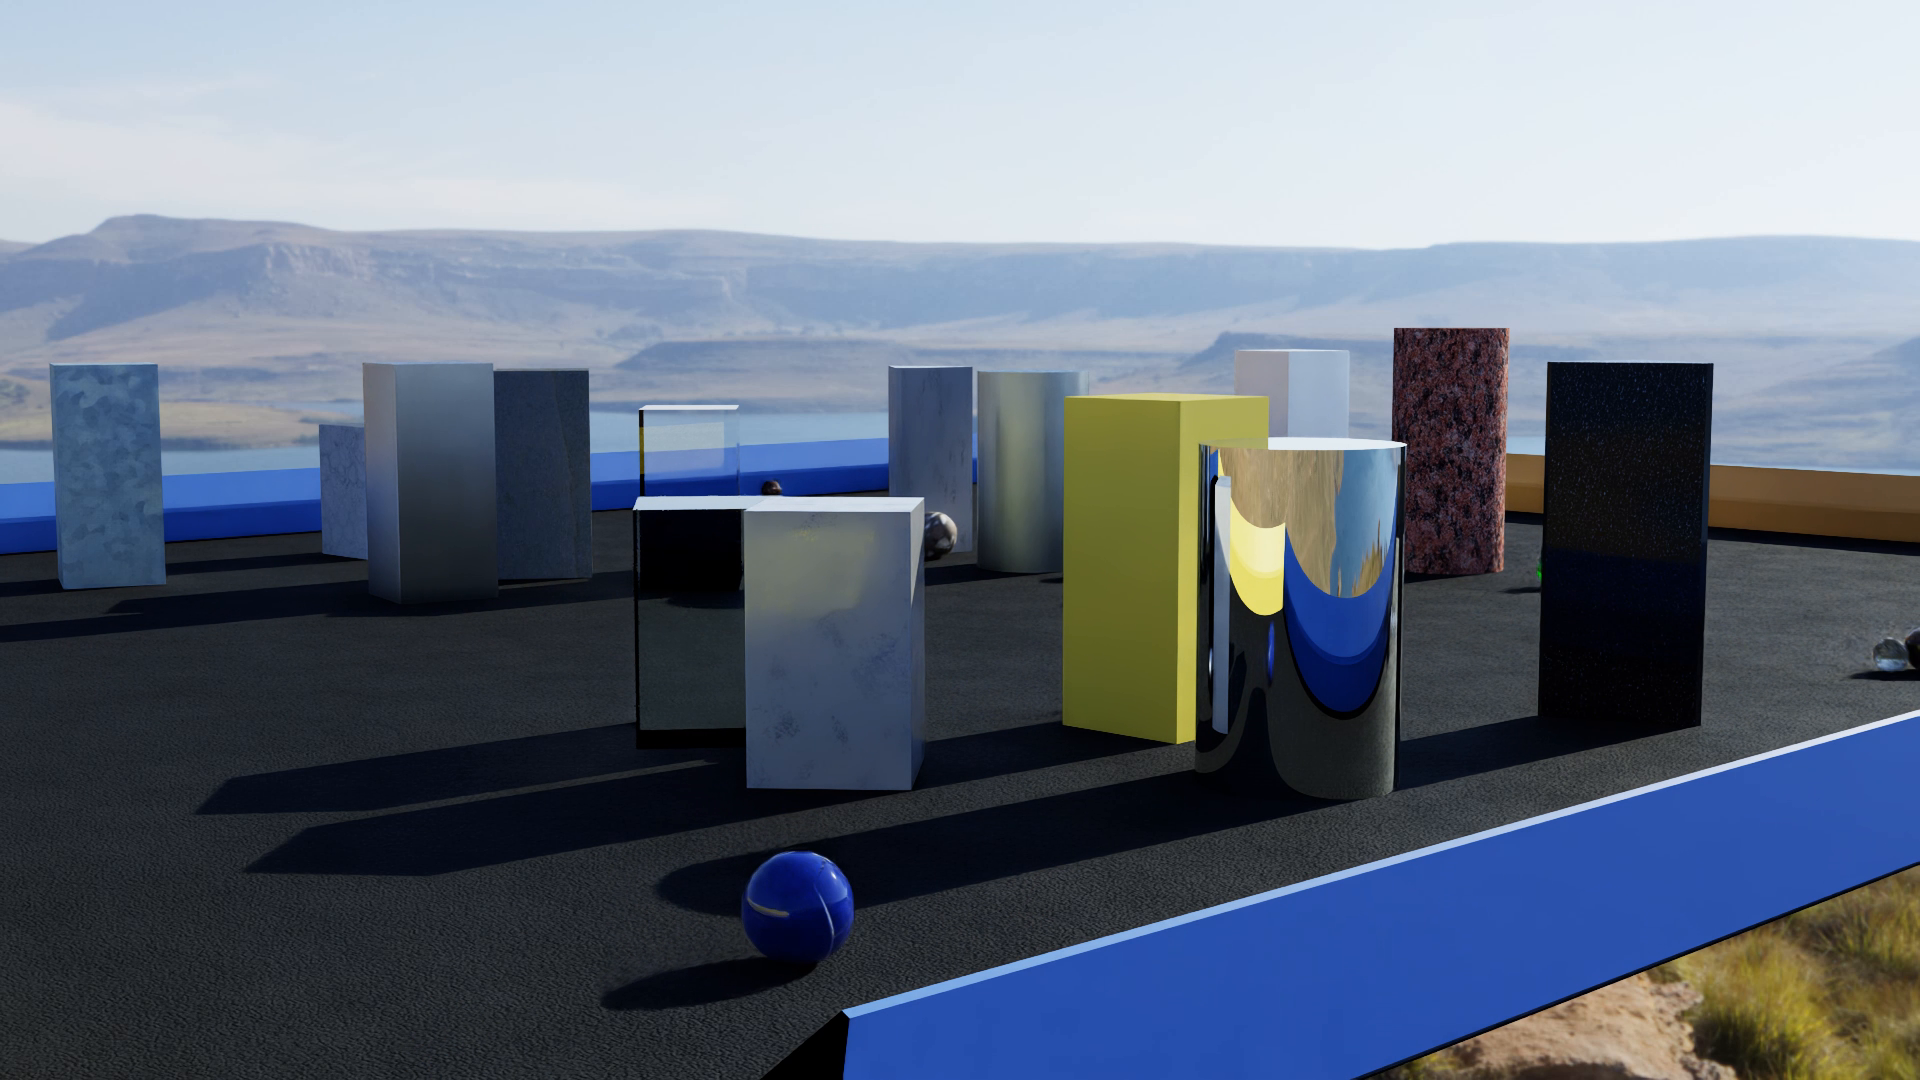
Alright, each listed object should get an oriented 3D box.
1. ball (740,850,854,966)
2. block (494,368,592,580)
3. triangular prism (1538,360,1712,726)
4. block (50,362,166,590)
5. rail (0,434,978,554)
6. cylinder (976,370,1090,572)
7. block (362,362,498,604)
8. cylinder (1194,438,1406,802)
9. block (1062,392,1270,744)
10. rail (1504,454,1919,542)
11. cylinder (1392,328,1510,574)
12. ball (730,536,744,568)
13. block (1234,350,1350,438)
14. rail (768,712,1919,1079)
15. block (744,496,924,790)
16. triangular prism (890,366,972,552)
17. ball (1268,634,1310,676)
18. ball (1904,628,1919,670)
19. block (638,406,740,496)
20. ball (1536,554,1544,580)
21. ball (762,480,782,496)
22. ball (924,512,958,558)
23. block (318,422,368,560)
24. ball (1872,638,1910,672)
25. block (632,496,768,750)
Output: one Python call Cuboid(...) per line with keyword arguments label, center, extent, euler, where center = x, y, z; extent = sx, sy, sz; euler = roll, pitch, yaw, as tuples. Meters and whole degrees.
Cuboid(label="ball", center=(-0.111, 0.250, 1.498), extent=(0.077, 0.077, 0.077), euler=(0, 6, 0))
Cuboid(label="block", center=(-0.700, -0.115, 3.700), extent=(0.154, 0.343, 0.154), euler=(-1, 6, -9))
Cuboid(label="triangular prism", center=(0.739, -0.004, 2.430), extent=(0.167, 0.387, 0.144), euler=(2, 6, 21))
Cuboid(label="block", center=(-1.390, -0.109, 3.585), extent=(0.154, 0.356, 0.154), euler=(-3, 7, -25))
Cuboid(label="rail", center=(-1.126, -0.095, 4.546), extent=(3.871, 0.125, 0.045), euler=(-6, 8, -42))
Cuboid(label="cylinder", center=(0.126, -0.123, 3.798), extent=(0.192, 0.338, 0.192), euler=(0, 6, 0))
Cuboid(label="block", center=(-0.820, -0.093, 3.407), extent=(0.154, 0.361, 0.154), euler=(-4, 7, -33))
Cuboid(label="cylinder", center=(0.319, 0.069, 2.069), extent=(0.192, 0.319, 0.192), euler=(0, 6, 0))
Cuboid(label="block", center=(0.219, 0.023, 2.347), extent=(0.154, 0.352, 0.154), euler=(6, 8, 43))
Cuboid(label="rail", center=(1.405, -0.103, 4.621), extent=(0.045, 0.125, 3.369), euler=(-6, 8, -42))
Cuboid(label="cylinder", center=(0.838, -0.157, 3.771), extent=(0.192, 0.412, 0.192), euler=(0, 6, 0))
Cuboid(label="ball", center=(-0.366, 0.022, 3.771), extent=(0.056, 0.056, 0.056), euler=(0, 6, 0))
Cuboid(label="block", center=(0.634, -0.180, 4.215), extent=(0.154, 0.365, 0.154), euler=(-4, 7, -34))
Cuboid(label="rail", center=(1.126, 0.160, 2.118), extent=(3.871, 0.125, 0.045), euler=(-6, 8, -42))
Cuboid(label="block", center=(-0.117, 0.095, 2.107), extent=(0.154, 0.259, 0.154), euler=(0, 6, 4))
Cuboid(label="triangular prism", center=(-0.086, -0.149, 4.046), extent=(0.167, 0.339, 0.144), euler=(-4, 7, -37))
Cuboid(label="ball", center=(0.399, 0.140, 2.675), extent=(0.051, 0.051, 0.051), euler=(0, 6, 0))
Cuboid(label="ball", center=(1.192, 0.134, 2.707), extent=(0.056, 0.056, 0.056), euler=(0, 6, 0))
Cuboid(label="block", center=(-0.439, -0.074, 3.589), extent=(0.154, 0.285, 0.154), euler=(0, 6, -4))
Cuboid(label="ball", center=(0.955, 0.045, 3.522), extent=(0.062, 0.062, 0.062), euler=(0, 6, 0))
Cuboid(label="ball", center=(-0.441, -0.117, 5.147), extent=(0.045, 0.045, 0.045), euler=(0, 6, 0))
Cuboid(label="ball", center=(-0.046, -0.009, 3.943), extent=(0.083, 0.083, 0.083), euler=(0, 6, 0))
Cuboid(label="block", center=(-1.055, -0.093, 4.008), extent=(0.154, 0.236, 0.154), euler=(5, 8, 42))
Cuboid(label="ball", center=(1.144, 0.142, 2.701), extent=(0.042, 0.042, 0.042), euler=(0, 6, 0))
Cuboid(label="block", center=(-0.260, 0.082, 2.302), extent=(0.154, 0.244, 0.154), euler=(-1, 6, -6))
